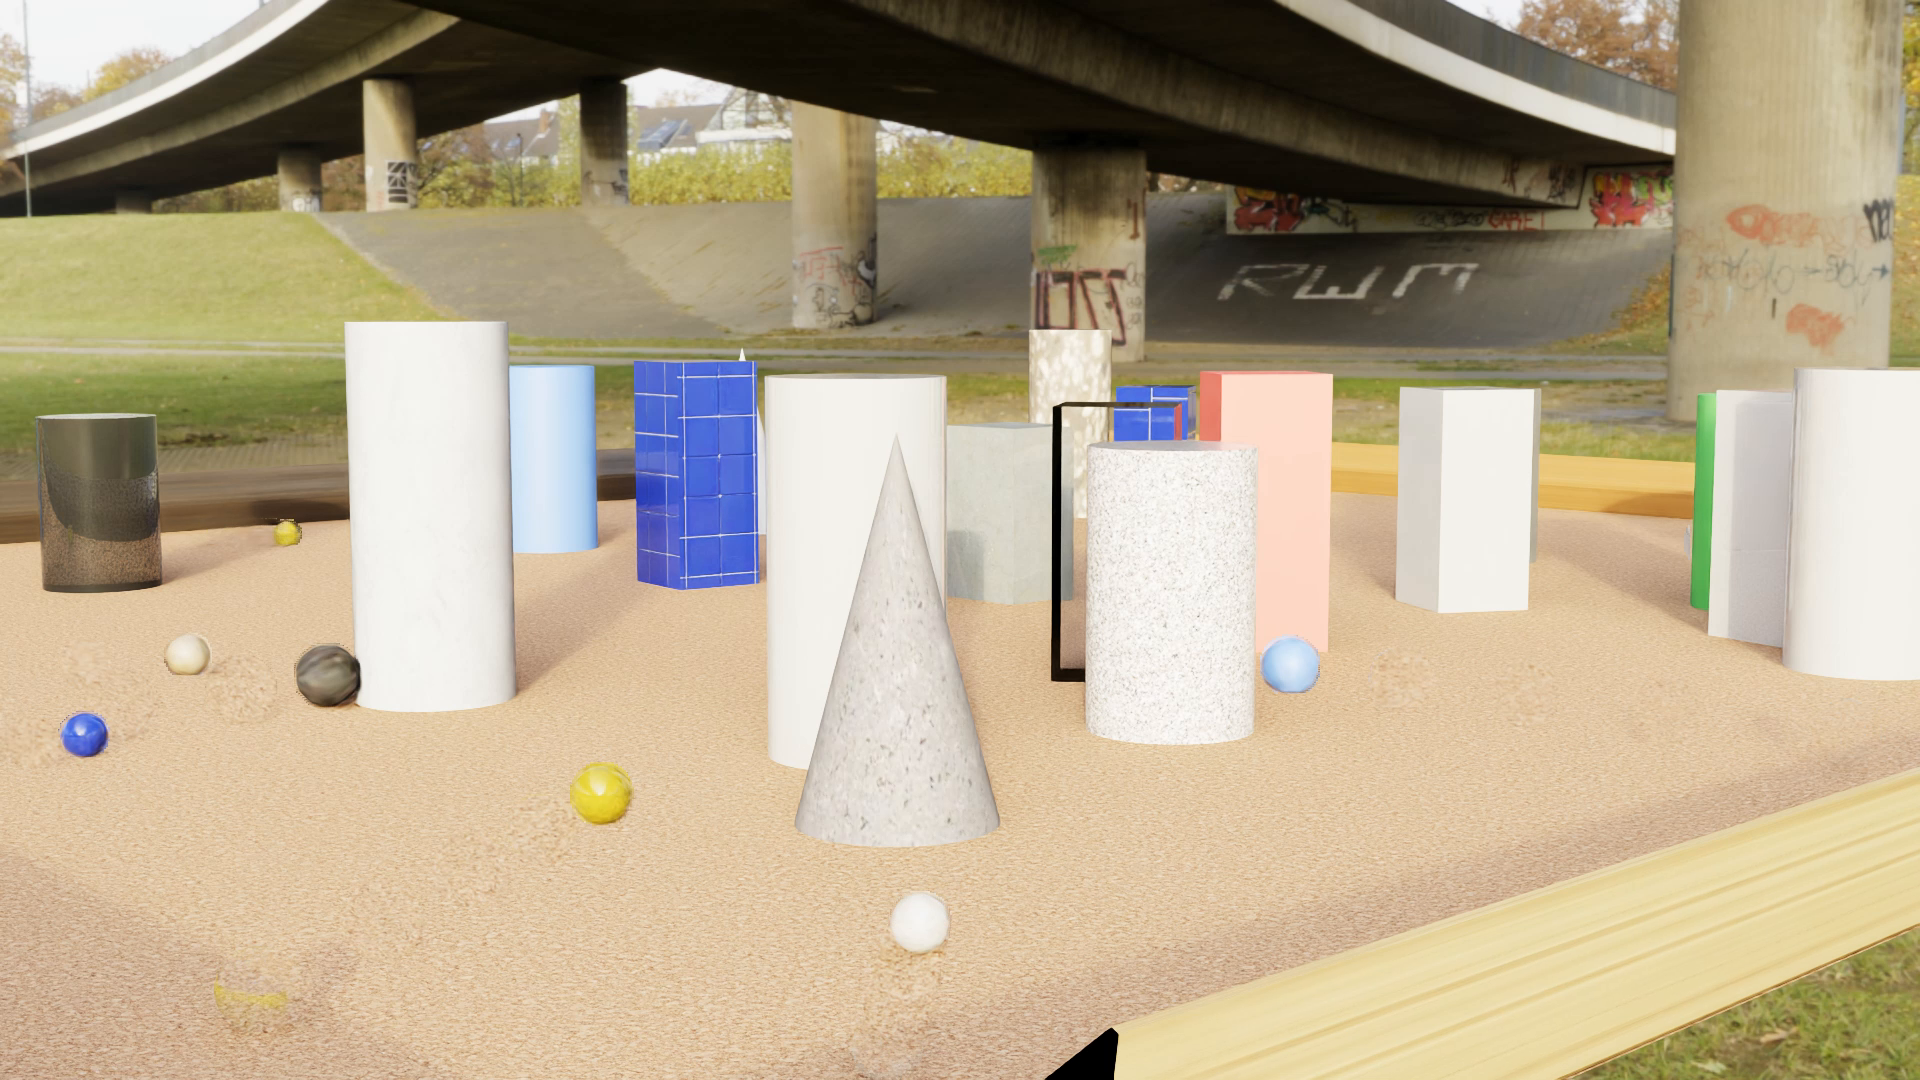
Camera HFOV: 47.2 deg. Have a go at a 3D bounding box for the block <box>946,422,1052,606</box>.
[{"bbox_3d":[0.078,-0.044,3.350,0.142,0.261,0.142,6,9,44],"label":"block"}]

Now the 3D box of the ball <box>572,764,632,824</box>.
[{"bbox_3d":[-0.308,0.219,1.890,0.051,0.051,0.051,0,6,0],"label":"ball"}]

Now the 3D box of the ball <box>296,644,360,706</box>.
[{"bbox_3d":[-0.698,0.150,2.428,0.068,0.068,0.068,0,6,0],"label":"ball"}]

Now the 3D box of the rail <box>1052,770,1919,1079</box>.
[{"bbox_3d":[1.183,0.167,2.057,3.908,0.116,0.045,-6,8,-42],"label":"rail"}]

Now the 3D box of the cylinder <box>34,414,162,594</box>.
[{"bbox_3d":[-1.358,-0.061,3.471,0.178,0.269,0.178,0,6,0],"label":"cylinder"}]

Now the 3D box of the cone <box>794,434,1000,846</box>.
[{"bbox_3d":[-0.054,0.075,1.880,0.178,0.337,0.178,0,6,0],"label":"cone"}]

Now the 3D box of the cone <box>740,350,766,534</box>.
[{"bbox_3d":[-0.426,-0.198,4.322,0.178,0.360,0.178,0,6,0],"label":"cone"}]

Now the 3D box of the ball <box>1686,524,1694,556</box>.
[{"bbox_3d":[1.275,0.003,3.722,0.088,0.088,0.088,0,6,0],"label":"ball"}]

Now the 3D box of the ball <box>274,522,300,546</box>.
[{"bbox_3d":[-1.240,-0.011,4.050,0.047,0.047,0.047,0,6,0],"label":"ball"}]

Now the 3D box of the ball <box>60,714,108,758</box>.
[{"bbox_3d":[-0.862,0.193,2.166,0.043,0.043,0.043,0,6,0],"label":"ball"}]

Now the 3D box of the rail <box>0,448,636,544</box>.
[{"bbox_3d":[-1.183,-0.107,4.608,3.908,0.116,0.045,-6,8,-42],"label":"rail"}]

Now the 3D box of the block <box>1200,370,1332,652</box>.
[{"bbox_3d":[0.396,-0.040,2.873,0.142,0.356,0.142,-1,6,-5],"label":"block"}]

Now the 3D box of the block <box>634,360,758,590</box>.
[{"bbox_3d":[-0.421,-0.108,3.513,0.142,0.354,0.142,-4,8,-36],"label":"block"}]

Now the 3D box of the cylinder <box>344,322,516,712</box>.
[{"bbox_3d":[-0.595,-0.032,2.475,0.178,0.425,0.178,0,6,0],"label":"cylinder"}]

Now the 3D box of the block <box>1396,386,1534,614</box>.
[{"bbox_3d":[0.743,-0.063,3.246,0.142,0.321,0.142,-2,6,-14],"label":"block"}]

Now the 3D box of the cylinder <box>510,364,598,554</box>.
[{"bbox_3d":[-0.754,-0.151,4.015,0.178,0.332,0.178,0,6,0],"label":"cylinder"}]

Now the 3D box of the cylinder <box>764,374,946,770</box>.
[{"bbox_3d":[-0.101,0.026,2.167,0.178,0.374,0.178,0,6,0],"label":"cylinder"}]

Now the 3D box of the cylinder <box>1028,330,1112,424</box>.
[{"bbox_3d":[0.235,-0.254,4.705,0.178,0.390,0.178,0,6,0],"label":"cylinder"}]

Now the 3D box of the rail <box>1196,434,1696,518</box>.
[{"bbox_3d":[1.419,-0.110,4.634,0.045,0.116,3.538,-6,8,-42],"label":"rail"}]

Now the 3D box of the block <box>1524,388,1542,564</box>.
[{"bbox_3d":[0.896,-0.110,3.784,0.142,0.300,0.142,6,8,42],"label":"block"}]

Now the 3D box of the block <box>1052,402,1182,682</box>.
[{"bbox_3d":[0.190,0.000,2.645,0.142,0.325,0.142,1,6,9],"label":"block"}]

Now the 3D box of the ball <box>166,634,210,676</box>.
[{"bbox_3d":[-0.926,0.139,2.638,0.050,0.050,0.050,0,6,0],"label":"ball"}]

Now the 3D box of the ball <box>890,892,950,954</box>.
[{"bbox_3d":[-0.027,0.264,1.514,0.041,0.041,0.041,0,6,0],"label":"ball"}]

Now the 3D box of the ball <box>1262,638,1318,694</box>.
[{"bbox_3d":[0.379,0.144,2.519,0.064,0.064,0.064,0,6,0],"label":"ball"}]

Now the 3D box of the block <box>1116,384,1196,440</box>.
[{"bbox_3d":[0.395,-0.170,4.435,0.142,0.280,0.142,1,6,13],"label":"block"}]

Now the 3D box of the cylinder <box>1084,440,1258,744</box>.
[{"bbox_3d":[0.221,0.050,2.302,0.178,0.298,0.178,0,6,0],"label":"cylinder"}]

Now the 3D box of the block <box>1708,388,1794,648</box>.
[{"bbox_3d":[1.107,-0.033,2.923,0.142,0.330,0.142,-3,7,-28],"label":"block"}]

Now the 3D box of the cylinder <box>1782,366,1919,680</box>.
[{"bbox_3d":[1.104,-0.025,2.679,0.178,0.367,0.178,0,6,0],"label":"cylinder"}]

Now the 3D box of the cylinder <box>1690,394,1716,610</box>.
[{"bbox_3d":[1.170,-0.056,3.227,0.178,0.312,0.178,0,6,0],"label":"cylinder"}]
